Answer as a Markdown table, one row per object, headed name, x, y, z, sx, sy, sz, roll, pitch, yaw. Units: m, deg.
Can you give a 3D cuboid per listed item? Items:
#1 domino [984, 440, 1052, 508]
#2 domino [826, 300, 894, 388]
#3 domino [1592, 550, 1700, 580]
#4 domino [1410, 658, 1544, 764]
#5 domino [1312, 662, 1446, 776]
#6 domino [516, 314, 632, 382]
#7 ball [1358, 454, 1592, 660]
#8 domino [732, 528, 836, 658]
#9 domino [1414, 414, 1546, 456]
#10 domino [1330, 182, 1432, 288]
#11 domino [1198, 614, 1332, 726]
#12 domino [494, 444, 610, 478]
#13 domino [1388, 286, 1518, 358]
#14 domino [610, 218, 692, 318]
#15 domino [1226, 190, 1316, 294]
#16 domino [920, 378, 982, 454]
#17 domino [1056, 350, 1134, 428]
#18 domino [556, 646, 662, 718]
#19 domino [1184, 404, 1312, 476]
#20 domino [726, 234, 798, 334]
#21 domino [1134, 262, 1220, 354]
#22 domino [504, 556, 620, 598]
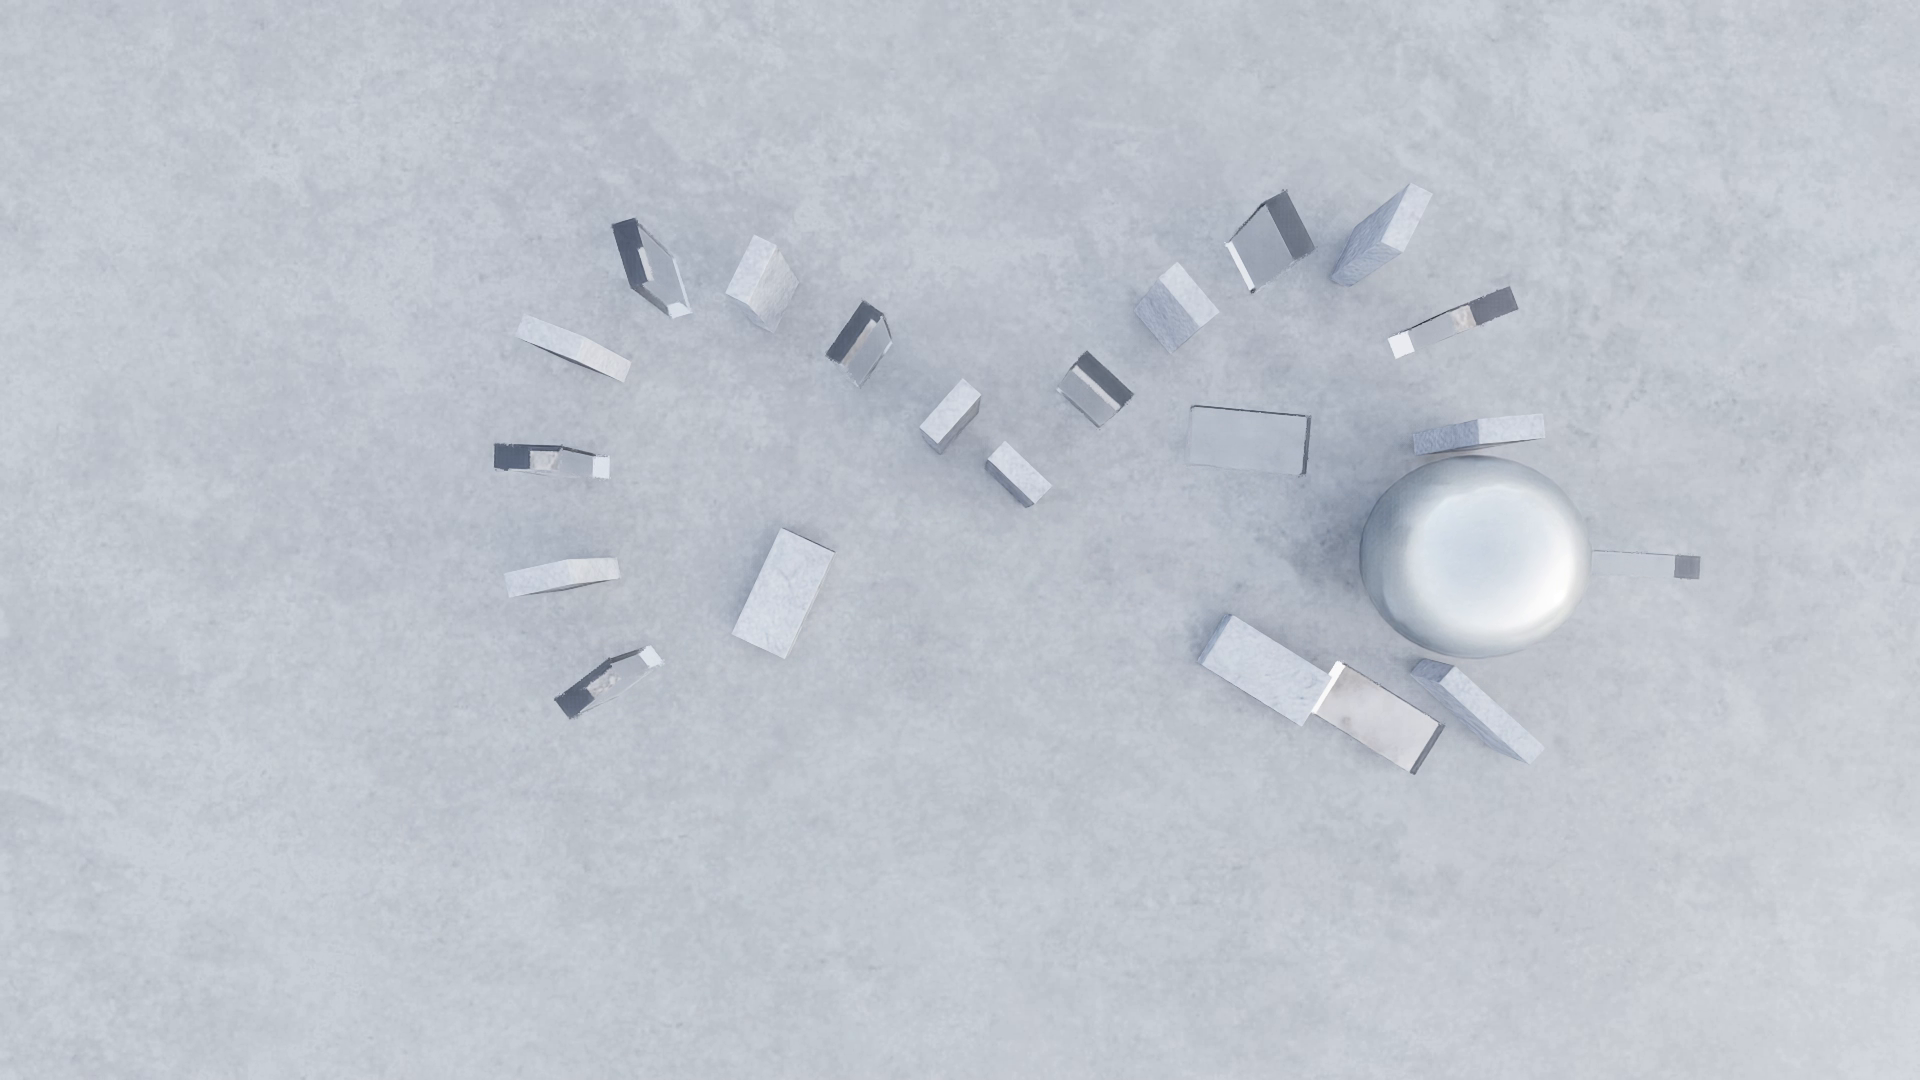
| name | x | y | z | sx | sy | sz | roll | pitch | yaw |
| --- | --- | --- | --- | --- | --- | --- | --- | --- | --- |
| domino | 0.023 | -0.026 | 0.375 | 0.025 | 0.050 | 0.009 | 44 | 90 | 0 |
| domino | -0.040 | -0.079 | 0.375 | 0.009 | 0.050 | 0.025 | 35 | 90 | 0 |
| domino | 0.278 | 0.010 | 0.388 | 0.050 | 0.025 | 0.010 | 3 | 90 | 0 |
| domino | 0.218 | 0.072 | 0.388 | 0.050 | 0.025 | 0.009 | 42 | 90 | 0 |
| domino | 0.179 | 0.077 | 0.395 | 0.050 | 0.010 | 0.025 | 32 | 90 | 0 |
| domino | -0.157 | -0.078 | 0.375 | 0.025 | 0.050 | 0.009 | 21 | 90 | 0 |
| ball | 0.200 | 0.007 | 0.360 | 0.080 | 0.080 | 0.080 | 0 | 90 | 0 |
| domino | -0.076 | 0.023 | 0.395 | 0.025 | 0.010 | 0.050 | 25 | 90 | 0 |
| domino | 0.211 | -0.043 | 0.375 | 0.025 | 0.050 | 0.010 | -5 | 90 | 0 |
| domino | 0.171 | -0.123 | 0.375 | 0.010 | 0.050 | 0.025 | 27 | 90 | 0 |
| domino | 0.131 | 0.056 | 0.395 | 0.050 | 0.010 | 0.025 | 32 | 90 | 0 |
| domino | -0.166 | -0.032 | 0.375 | 0.025 | 0.050 | 0.009 | 2 | 90 | 0 |
| domino | 0.200 | -0.088 | 0.375 | 0.025 | 0.050 | 0.010 | -22 | 90 | 0 |
| domino | -0.125 | -0.110 | 0.375 | 0.010 | 0.050 | 0.025 | -17 | 90 | 0 |
| domino | 0.126 | -0.120 | 0.375 | 0.009 | 0.050 | 0.025 | -27 | 90 | 0 |
| domino | -0.004 | -0.049 | 0.375 | 0.010 | 0.050 | 0.025 | 42 | 90 | 0 |
| domino | 0.054 | -0.061 | 0.375 | 0.025 | 0.050 | 0.009 | 43 | 90 | 0 |
| domino | -0.142 | 0.057 | 0.375 | 0.025 | 0.050 | 0.010 | -38 | 90 | 0 |
| domino | 0.124 | -0.043 | 0.395 | 0.050 | 0.010 | 0.025 | 5 | 90 | 0 |
| domino | -0.080 | -0.103 | 0.375 | 0.010 | 0.050 | 0.025 | 26 | 90 | 0 |
| domino | 0.088 | -0.094 | 0.375 | 0.009 | 0.050 | 0.025 | -40 | 90 | 0 |
| domino | -0.161 | 0.015 | 0.375 | 0.025 | 0.050 | 0.009 | -12 | 90 | 0 |
